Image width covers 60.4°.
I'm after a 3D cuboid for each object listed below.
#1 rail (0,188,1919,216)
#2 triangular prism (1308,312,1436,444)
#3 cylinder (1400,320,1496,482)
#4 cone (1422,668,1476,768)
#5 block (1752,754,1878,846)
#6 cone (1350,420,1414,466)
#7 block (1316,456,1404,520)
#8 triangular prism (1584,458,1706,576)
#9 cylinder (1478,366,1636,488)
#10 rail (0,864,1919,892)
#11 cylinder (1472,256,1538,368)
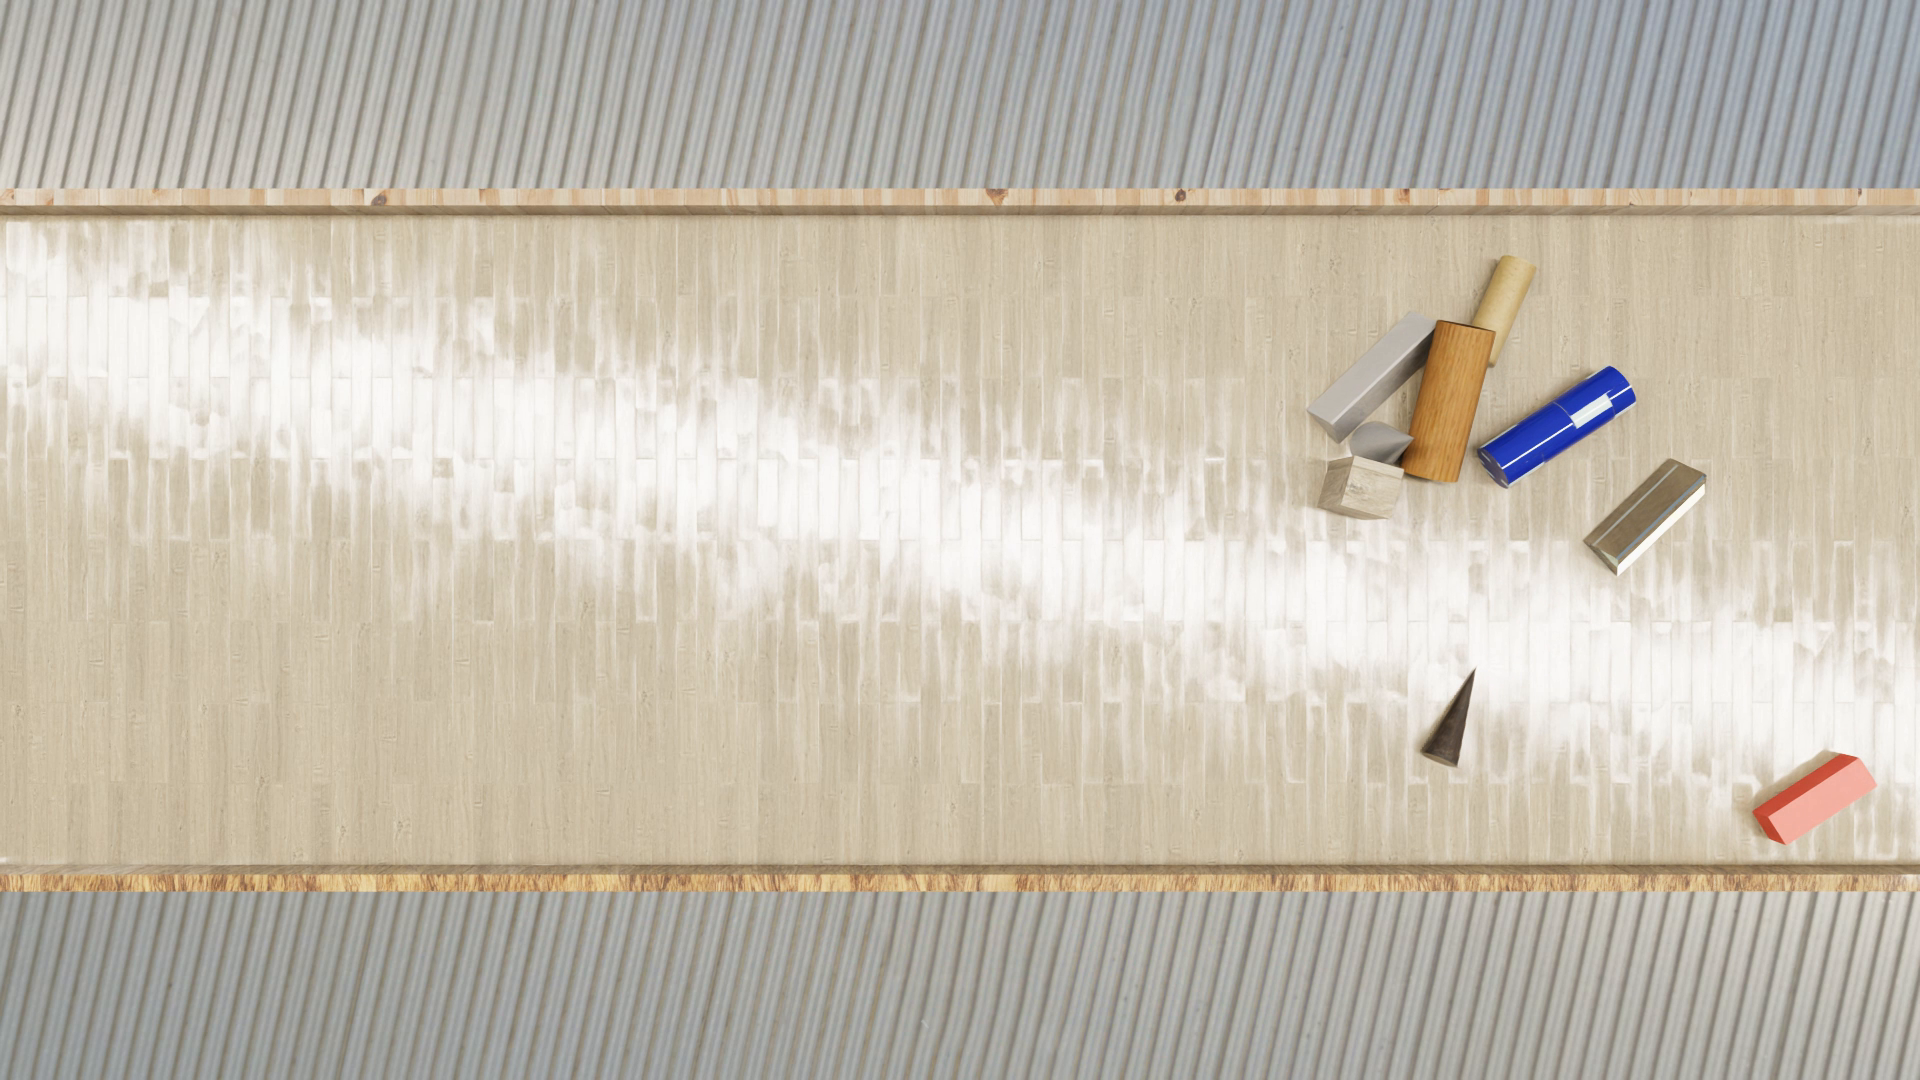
[{"bbox_3d":[-2.247,-1.025,5.002,12.000,0.150,0.050,0,90,0],"label":"rail"},{"bbox_3d":[1.275,-0.500,5.011,0.444,0.124,0.144,-43,90,0],"label":"triangular prism"},{"bbox_3d":[1.460,-0.416,4.941,0.174,0.174,0.458,11,103,0],"label":"cylinder"},{"bbox_3d":[1.526,0.528,5.049,0.111,0.111,0.320,25,80,0],"label":"cone"},{"bbox_3d":[2.603,0.789,5.025,0.330,0.102,0.102,-33,90,0],"label":"block"},{"bbox_3d":[1.277,-0.287,4.850,0.157,0.451,0.157,0,90,0],"label":"cone"},{"bbox_3d":[1.190,-0.152,4.915,0.148,0.323,0.148,16,90,0],"label":"block"},{"bbox_3d":[2.102,-0.070,5.008,0.368,0.130,0.150,-44,90,0],"label":"triangular prism"},{"bbox_3d":[1.808,-0.342,5.002,0.457,0.150,0.150,-33,90,0],"label":"cylinder"},{"bbox_3d":[-2.247,1.025,5.001,12.000,0.150,0.050,0,90,0],"label":"rail"},{"bbox_3d":[1.637,-0.695,5.021,0.112,0.112,0.323,23,90,0],"label":"cylinder"}]
